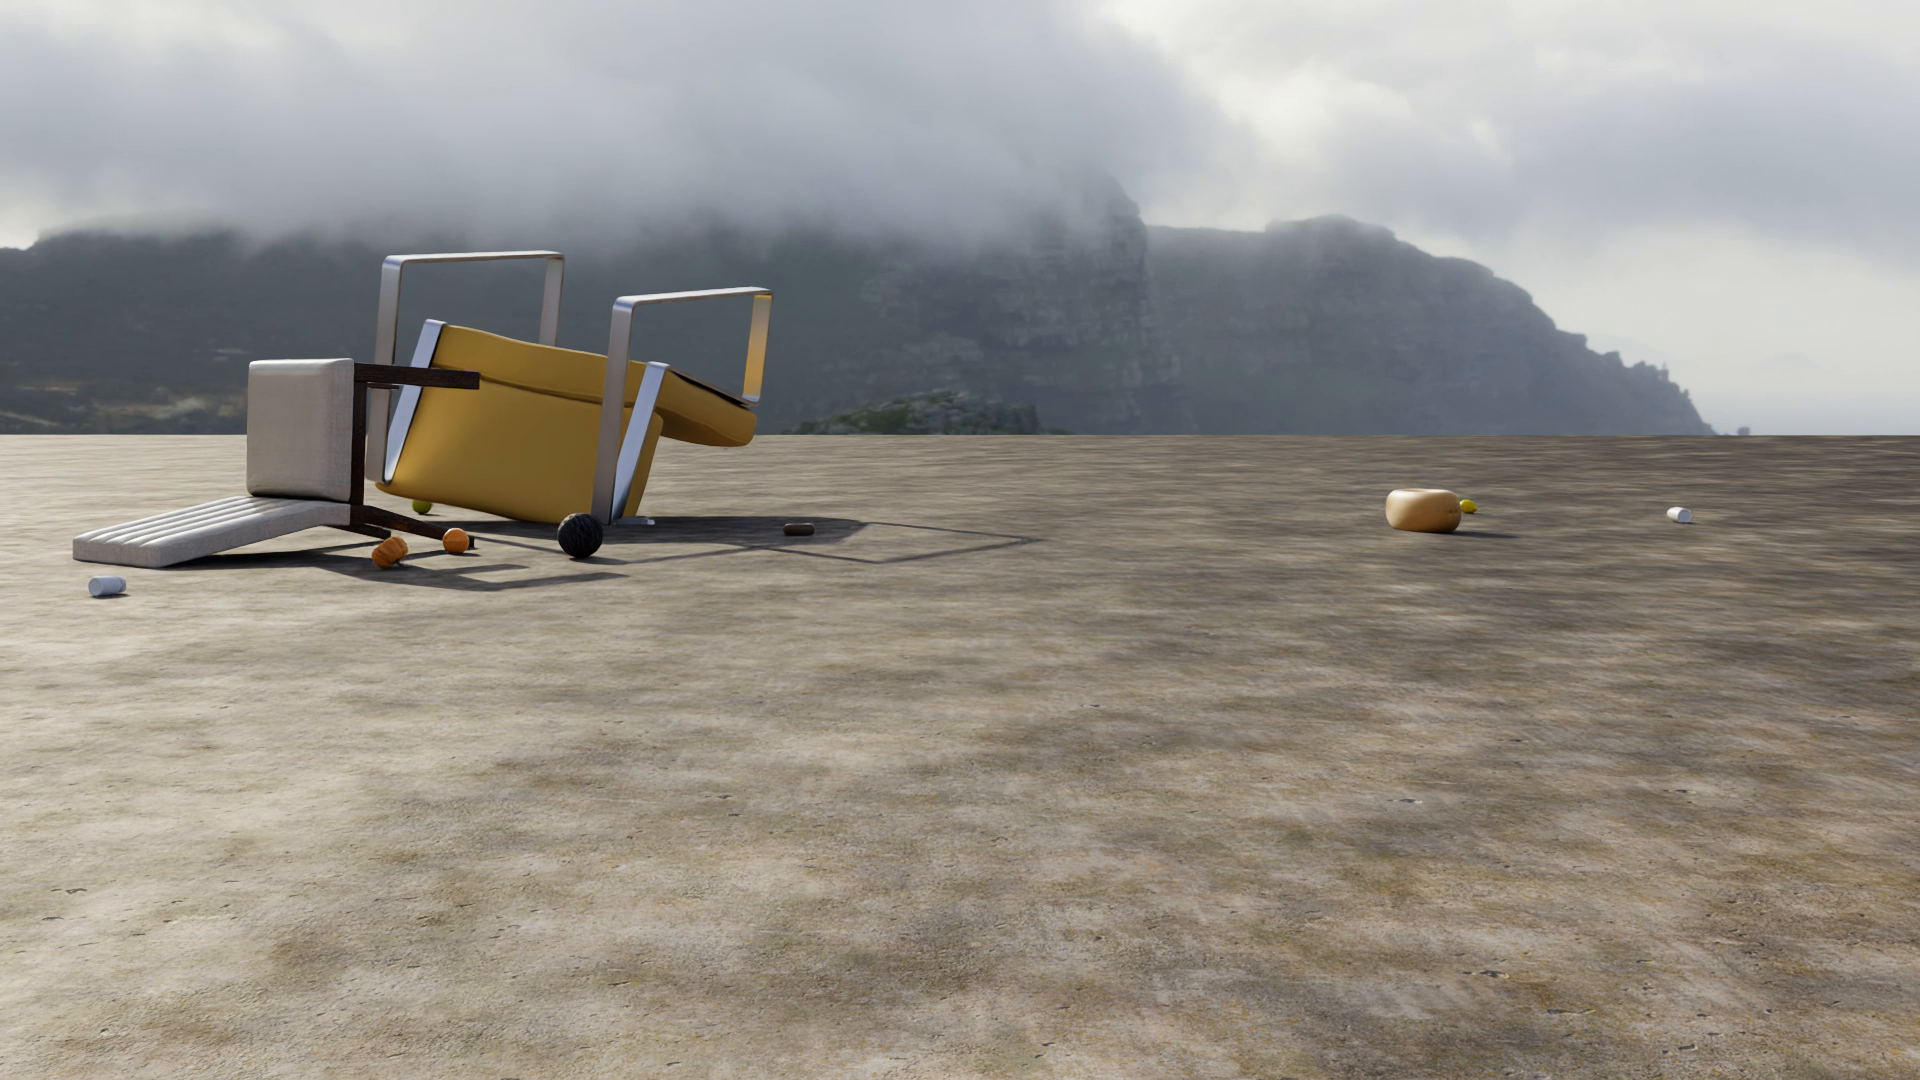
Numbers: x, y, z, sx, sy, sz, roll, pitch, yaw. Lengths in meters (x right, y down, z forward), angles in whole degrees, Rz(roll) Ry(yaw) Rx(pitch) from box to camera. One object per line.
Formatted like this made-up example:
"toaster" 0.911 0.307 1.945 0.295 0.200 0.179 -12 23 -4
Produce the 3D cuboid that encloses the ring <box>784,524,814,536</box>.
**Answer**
"ring" -0.495 -0.032 6.757 0.101 0.036 0.053 0 6 7

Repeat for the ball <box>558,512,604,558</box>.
"ball" -1.011 -0.013 5.859 0.120 0.120 0.120 0 4 0

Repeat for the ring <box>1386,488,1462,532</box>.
"ring" 1.472 -0.094 6.993 0.166 0.129 0.385 -4 4 -17
